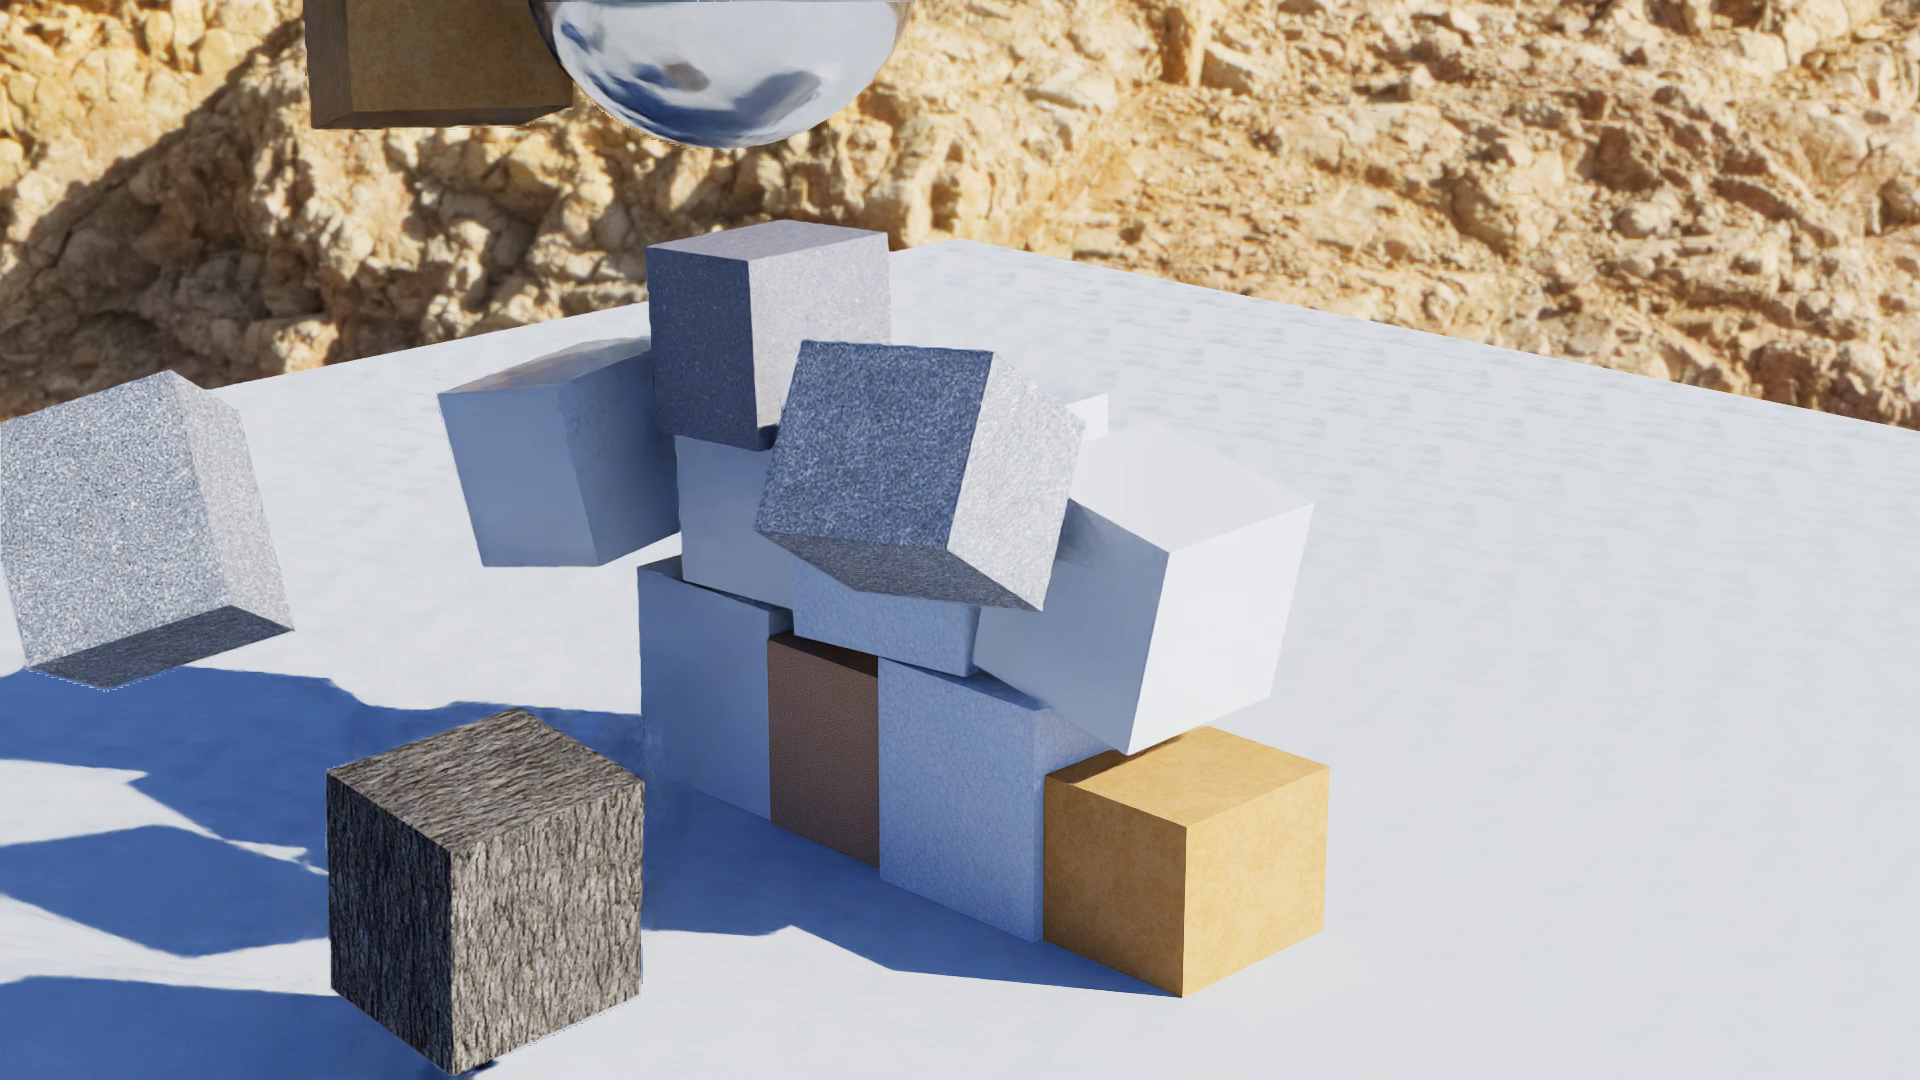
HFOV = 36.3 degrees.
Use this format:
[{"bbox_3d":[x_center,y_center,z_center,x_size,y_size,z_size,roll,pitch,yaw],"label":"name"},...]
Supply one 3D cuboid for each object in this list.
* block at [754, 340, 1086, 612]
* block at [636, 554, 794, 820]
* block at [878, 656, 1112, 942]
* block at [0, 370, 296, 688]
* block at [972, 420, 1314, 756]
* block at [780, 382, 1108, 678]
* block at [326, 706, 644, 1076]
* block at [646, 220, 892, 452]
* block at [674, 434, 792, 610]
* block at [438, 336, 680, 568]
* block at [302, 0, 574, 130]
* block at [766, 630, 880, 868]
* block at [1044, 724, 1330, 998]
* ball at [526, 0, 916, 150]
[{"bbox_3d":[-0.154,-0.263,11.968,0.912,0.818,0.826,6,-15,31],"label":"block"},{"bbox_3d":[-0.944,0.649,14.508,0.970,1.061,0.846,17,24,42],"label":"block"},{"bbox_3d":[0.340,1.029,13.276,1.031,1.077,0.968,-17,24,-42],"label":"block"},{"bbox_3d":[-3.210,-0.025,11.440,0.803,0.940,0.802,-17,-10,2],"label":"block"},{"bbox_3d":[0.778,0.185,12.600,0.911,0.955,0.964,30,32,35],"label":"block"},{"bbox_3d":[-0.050,-0.110,13.316,1.081,1.078,0.995,12,20,42],"label":"block"},{"bbox_3d":[-1.817,1.325,11.242,0.789,0.947,0.893,24,30,39],"label":"block"},{"bbox_3d":[-0.891,-0.984,13.873,0.711,0.885,0.890,12,21,42],"label":"block"},{"bbox_3d":[-0.763,-0.189,14.071,0.848,0.761,0.813,13,21,43],"label":"block"},{"bbox_3d":[-1.827,-0.448,14.542,0.890,0.897,0.987,-1,18,43],"label":"block"},{"bbox_3d":[-2.253,-2.232,12.545,0.933,0.850,0.876,-5,4,-23],"label":"block"},{"bbox_3d":[-0.290,0.900,13.921,0.917,0.935,0.826,-17,24,-42],"label":"block"},{"bbox_3d":[0.980,1.361,12.725,0.943,0.774,0.802,-17,24,-42],"label":"block"},{"bbox_3d":[-0.945,-2.355,11.611,1.600,1.600,1.600,0,17,0],"label":"ball"}]
